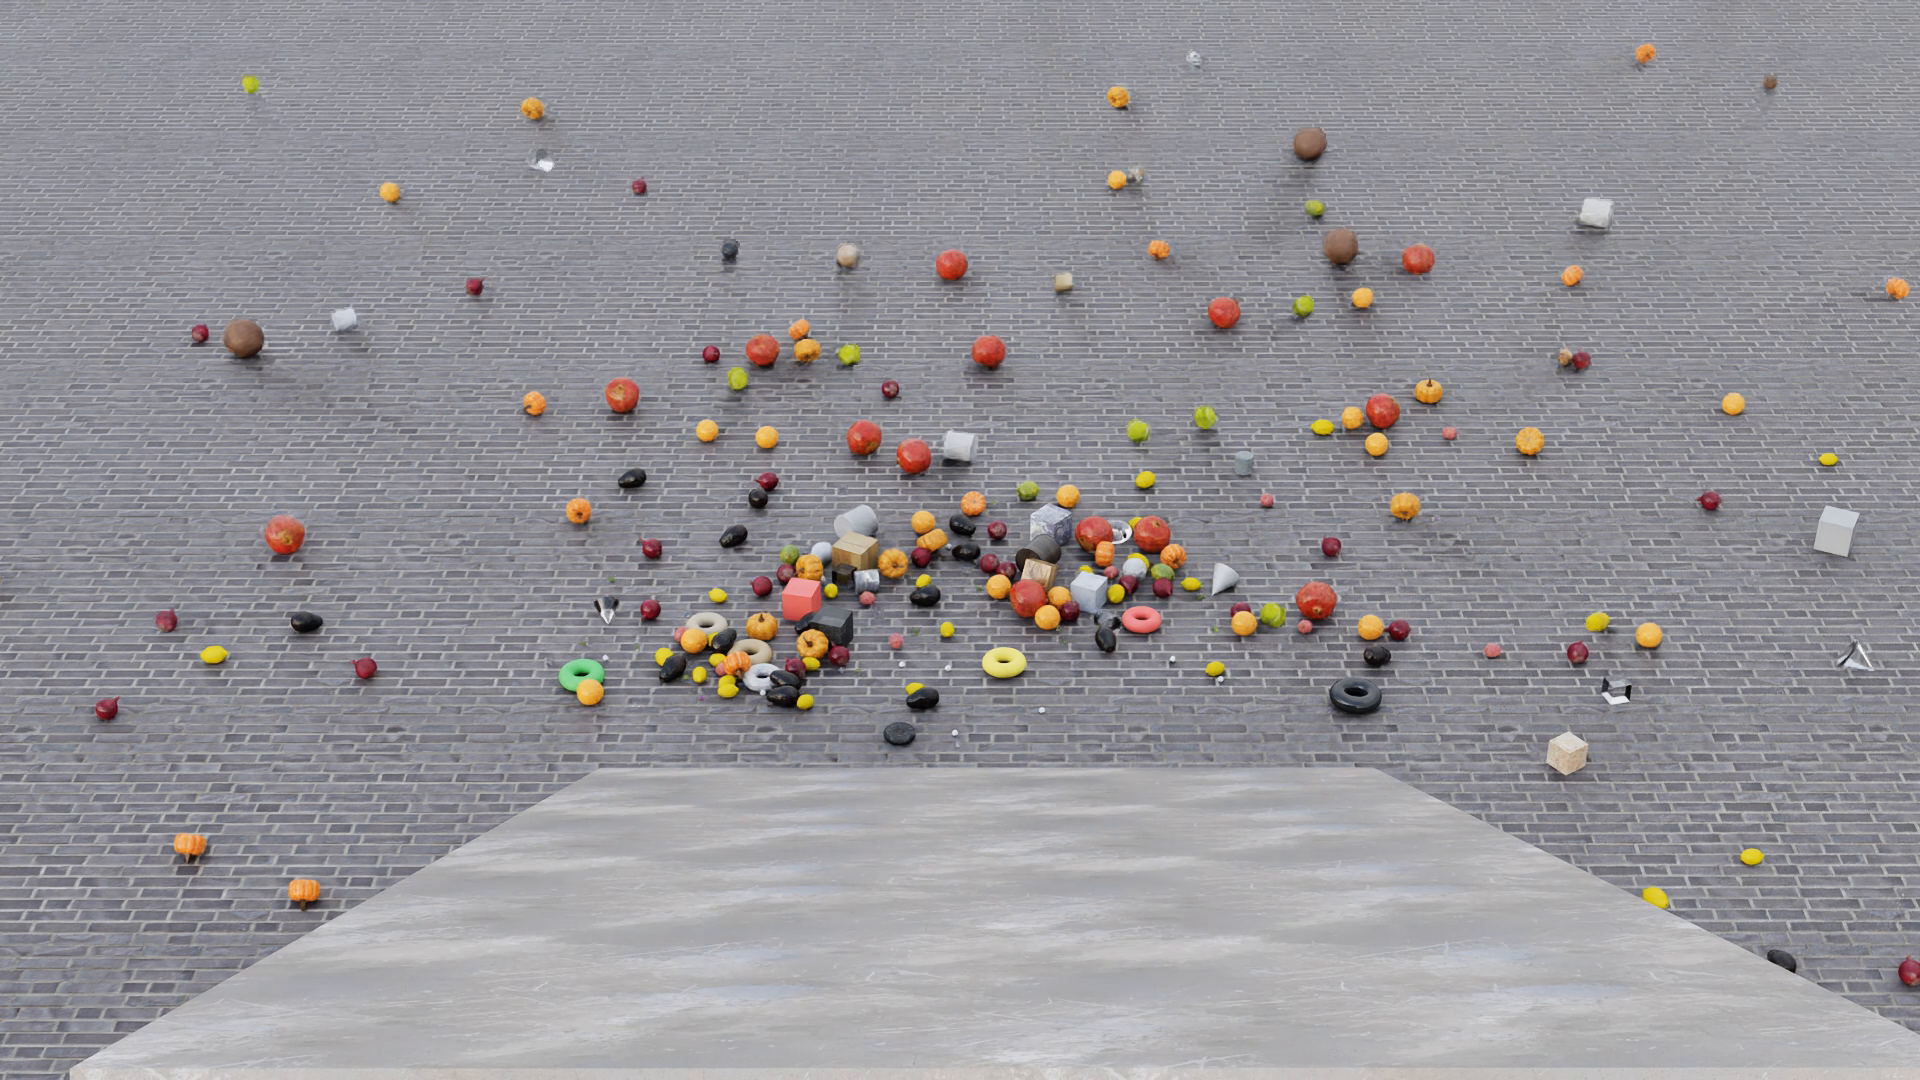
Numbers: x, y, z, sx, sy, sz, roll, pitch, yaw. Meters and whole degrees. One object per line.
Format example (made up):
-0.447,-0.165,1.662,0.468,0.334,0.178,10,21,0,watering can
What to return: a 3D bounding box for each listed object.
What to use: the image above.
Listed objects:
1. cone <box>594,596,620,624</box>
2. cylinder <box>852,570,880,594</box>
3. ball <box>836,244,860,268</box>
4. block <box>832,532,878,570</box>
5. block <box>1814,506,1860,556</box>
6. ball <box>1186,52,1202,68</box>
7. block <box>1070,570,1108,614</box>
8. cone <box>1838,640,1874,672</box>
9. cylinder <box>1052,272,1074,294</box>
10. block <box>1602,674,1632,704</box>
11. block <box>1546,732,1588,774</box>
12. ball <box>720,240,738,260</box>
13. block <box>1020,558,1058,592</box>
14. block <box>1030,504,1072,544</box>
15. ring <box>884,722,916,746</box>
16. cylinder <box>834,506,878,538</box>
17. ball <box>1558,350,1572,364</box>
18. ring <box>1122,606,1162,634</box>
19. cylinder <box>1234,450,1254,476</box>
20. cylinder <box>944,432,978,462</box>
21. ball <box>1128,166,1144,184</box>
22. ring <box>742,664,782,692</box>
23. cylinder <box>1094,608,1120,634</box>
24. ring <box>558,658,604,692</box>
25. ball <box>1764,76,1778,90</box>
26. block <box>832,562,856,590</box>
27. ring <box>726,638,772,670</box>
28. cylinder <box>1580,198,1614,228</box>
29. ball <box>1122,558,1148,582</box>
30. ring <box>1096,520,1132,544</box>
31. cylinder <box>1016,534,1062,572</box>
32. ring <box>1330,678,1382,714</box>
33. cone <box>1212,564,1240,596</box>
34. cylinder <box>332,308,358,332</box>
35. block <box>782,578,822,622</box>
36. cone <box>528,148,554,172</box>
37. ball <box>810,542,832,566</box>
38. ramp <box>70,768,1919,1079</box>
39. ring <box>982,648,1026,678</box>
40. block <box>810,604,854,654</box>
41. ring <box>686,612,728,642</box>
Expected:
-1.013,0.213,7.447,0.073,0.073,0.073,-5,58,-8,cone
-0.274,0.121,7.564,0.067,0.067,0.067,-3,31,-15,cylinder
-0.409,-1.033,9.432,0.083,0.083,0.083,0,32,0,ball
-0.309,0.051,7.649,0.099,0.099,0.099,17,35,25,block
2.631,-0.027,7.775,0.100,0.100,0.100,15,35,23,block
1.004,-2.065,11.132,0.065,0.065,0.065,0,32,0,ball
0.373,0.152,7.501,0.080,0.080,0.080,15,35,23,block
2.515,0.340,7.234,0.089,0.089,0.089,37,41,7,cone
0.369,-0.921,9.271,0.060,0.060,0.060,-23,35,-8,cylinder
1.801,0.409,7.105,0.056,0.056,0.056,-8,32,-13,block
1.603,0.563,6.839,0.071,0.071,0.071,-20,37,-29,block
-0.844,-1.063,9.497,0.066,0.066,0.066,0,32,0,ball
0.231,0.103,7.547,0.080,0.080,0.080,16,6,16,block
0.275,-0.041,7.808,0.089,0.089,0.089,23,38,33,block
-0.162,0.520,6.951,0.087,0.029,0.087,1,33,0,ring
-0.312,-0.045,7.809,0.094,0.094,0.094,-26,40,-35,cylinder
2.052,-0.620,8.789,0.051,0.051,0.051,0,32,0,ball
0.520,0.228,7.418,0.114,0.038,0.114,0,30,0,ring
0.895,-0.243,8.168,0.056,0.056,0.056,0,32,0,cylinder
0.002,-0.295,8.224,0.087,0.087,0.087,8,33,13,cylinder
0.686,-1.421,10.082,0.065,0.065,0.065,0,32,0,ball
-0.546,0.381,7.171,0.110,0.037,0.110,-1,33,0,ring
0.418,0.232,7.395,0.055,0.055,0.055,-17,36,-26,cylinder
-1.047,0.375,7.175,0.128,0.043,0.128,0,33,0,ring
3.419,-1.927,10.916,0.055,0.055,0.055,0,32,0,ball
-0.339,0.107,7.600,0.053,0.053,0.053,16,35,24,block
-0.590,0.322,7.260,0.130,0.043,0.130,-1,30,0,ring
2.393,-1.228,9.734,0.098,0.098,0.098,14,34,21,cylinder
0.514,0.088,7.614,0.072,0.072,0.072,0,32,0,ball
0.465,-0.025,7.833,0.109,0.036,0.109,-1,31,1,ring
0.232,0.048,7.654,0.099,0.099,0.099,19,37,28,cylinder
1.082,0.426,7.087,0.143,0.048,0.143,1,31,-1,ring
0.759,0.130,7.575,0.089,0.089,0.089,22,64,32,cone
-2.140,-0.765,9.010,0.066,0.066,0.066,-17,35,-25,cylinder
-0.455,0.173,7.459,0.088,0.088,0.088,8,32,13,block
-1.670,-1.485,10.208,0.094,0.094,0.094,-13,22,33,cone
-0.406,0.041,7.688,0.073,0.073,0.073,0,32,0,ball
0.070,0.620,4.702,2.000,0.100,4.000,0,-1,0,ramp
0.123,0.342,7.230,0.124,0.041,0.124,0,30,0,ring
-0.362,0.254,7.325,0.091,0.091,0.091,11,33,17,block
-0.723,0.249,7.382,0.122,0.041,0.122,0,33,0,ring
